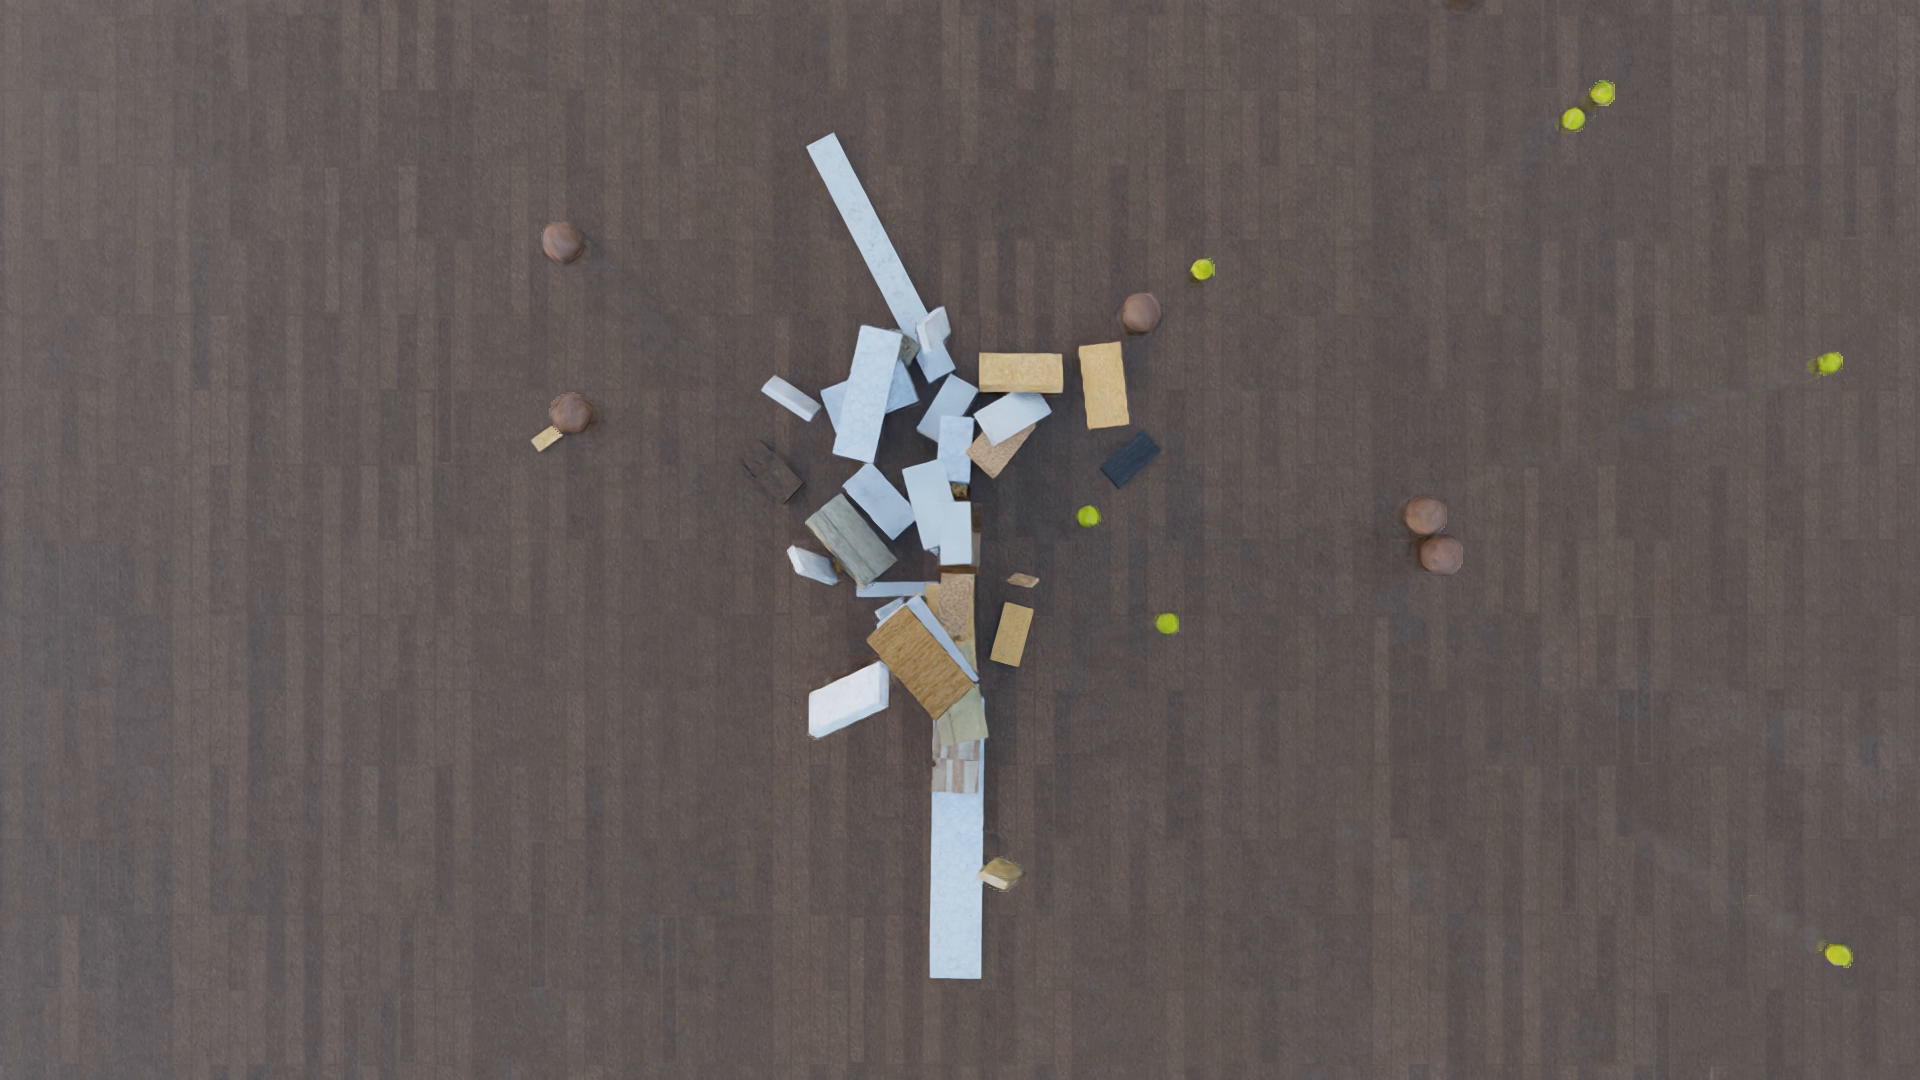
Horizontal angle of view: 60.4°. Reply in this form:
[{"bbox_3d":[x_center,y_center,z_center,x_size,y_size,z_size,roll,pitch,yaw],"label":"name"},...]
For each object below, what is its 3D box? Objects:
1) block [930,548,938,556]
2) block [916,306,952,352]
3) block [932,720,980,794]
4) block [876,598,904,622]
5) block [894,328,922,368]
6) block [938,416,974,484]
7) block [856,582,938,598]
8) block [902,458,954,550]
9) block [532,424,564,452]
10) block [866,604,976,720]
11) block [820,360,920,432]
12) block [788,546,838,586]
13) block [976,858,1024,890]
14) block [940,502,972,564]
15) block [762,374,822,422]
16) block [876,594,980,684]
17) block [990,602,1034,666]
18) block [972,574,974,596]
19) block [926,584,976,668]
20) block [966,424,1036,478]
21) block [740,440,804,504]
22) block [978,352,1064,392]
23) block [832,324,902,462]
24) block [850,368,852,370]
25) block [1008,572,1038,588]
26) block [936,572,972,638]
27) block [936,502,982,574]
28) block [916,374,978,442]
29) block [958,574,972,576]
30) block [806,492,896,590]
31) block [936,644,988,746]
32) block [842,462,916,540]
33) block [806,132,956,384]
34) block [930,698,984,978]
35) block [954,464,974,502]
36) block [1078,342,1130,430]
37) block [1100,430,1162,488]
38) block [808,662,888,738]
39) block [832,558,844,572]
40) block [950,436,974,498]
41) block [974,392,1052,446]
[{"bbox_3d":[-0.068,0.001,5.493,0.048,0.014,0.095,35,90,0],"label":"block"},{"bbox_3d":[-0.085,-0.689,5.400,0.026,0.186,0.093,-6,113,25],"label":"block"},{"bbox_3d":[-0.011,0.675,5.430,0.153,0.043,0.307,2,90,0],"label":"block"},{"bbox_3d":[-0.196,0.295,5.477,0.093,0.026,0.186,-29,90,-13],"label":"block"},{"bbox_3d":[-0.224,-0.587,5.468,0.102,0.029,0.204,34,99,2],"label":"block"},{"bbox_3d":[-0.016,-0.295,5.396,0.109,0.031,0.219,4,77,2],"label":"block"},{"bbox_3d":[-0.208,0.164,5.493,0.272,0.014,0.048,-1,90,0],"label":"block"},{"bbox_3d":[-0.087,-0.114,5.328,0.136,0.039,0.272,-15,82,-1],"label":"block"},{"bbox_3d":[-1.375,-0.341,5.493,0.095,0.014,0.048,-35,90,0],"label":"block"},{"bbox_3d":[-0.126,0.390,5.265,0.169,0.048,0.338,-42,81,0],"label":"block"},{"bbox_3d":[-0.299,-0.476,5.453,0.293,0.042,0.147,-20,94,8],"label":"block"},{"bbox_3d":[-0.482,0.084,5.397,0.027,0.187,0.094,-38,58,20],"label":"block"},{"bbox_3d":[0.126,1.029,5.091,0.093,0.186,0.026,22,99,17],"label":"block"},{"bbox_3d":[-0.014,-0.021,5.279,0.099,0.028,0.198,-1,82,1],"label":"block"},{"bbox_3d":[-0.556,-0.469,5.453,0.187,0.094,0.027,33,120,0],"label":"block"},{"bbox_3d":[-0.103,0.362,5.314,0.169,0.048,0.338,-36,82,1],"label":"block"},{"bbox_3d":[0.172,0.314,5.486,0.099,0.028,0.198,15,90,0],"label":"block"},{"bbox_3d":[-0.005,0.166,5.469,0.104,0.029,0.207,0,81,0],"label":"block"},{"bbox_3d":[-0.027,0.350,5.404,0.153,0.043,0.410,-3,83,2],"label":"block"},{"bbox_3d":[0.135,-0.331,5.416,0.124,0.035,0.248,43,61,-9],"label":"block"},{"bbox_3d":[-0.627,-0.225,5.486,0.204,0.029,0.102,44,90,0],"label":"block"},{"bbox_3d":[0.200,-0.552,5.444,0.275,0.039,0.137,1,54,0],"label":"block"},{"bbox_3d":[-0.303,-0.479,5.401,0.137,0.039,0.435,13,103,-2],"label":"block"},{"bbox_3d":[-0.319,-0.587,5.452,0.095,0.047,0.013,-48,121,-27],"label":"block"},{"bbox_3d":[0.208,0.133,5.452,0.047,0.095,0.013,-37,126,-38],"label":"block"},{"bbox_3d":[-0.024,0.212,5.384,0.099,0.028,0.198,8,84,3],"label":"block"},{"bbox_3d":[0.000,-0.008,5.398,0.136,0.039,0.272,3,50,1],"label":"block"},{"bbox_3d":[-0.040,-0.430,5.459,0.109,0.031,0.219,30,80,7],"label":"block"},{"bbox_3d":[0.012,0.103,5.408,0.058,0.117,0.017,1,51,-1],"label":"block"},{"bbox_3d":[-0.359,0.004,5.455,0.147,0.042,0.293,-40,90,-21],"label":"block"},{"bbox_3d":[-0.012,0.503,5.340,0.153,0.043,0.307,-11,83,1],"label":"block"},{"bbox_3d":[-0.262,-0.130,5.482,0.124,0.035,0.248,-43,90,0],"label":"block"},{"bbox_3d":[-0.261,-0.937,5.486,0.102,0.029,0.882,-27,90,0],"label":"block"},{"bbox_3d":[-0.009,0.987,5.476,0.169,0.048,0.925,1,90,0],"label":"block"},{"bbox_3d":[-0.036,-0.131,5.415,0.136,0.039,0.272,5,61,2],"label":"block"},{"bbox_3d":[0.477,-0.512,5.481,0.137,0.039,0.275,-7,90,0],"label":"block"},{"bbox_3d":[0.567,-0.268,5.487,0.187,0.027,0.094,-42,90,0],"label":"block"},{"bbox_3d":[-0.349,0.500,5.154,0.293,0.042,0.147,-26,47,29],"label":"block"},{"bbox_3d":[-0.377,0.064,5.477,0.095,0.013,0.047,-29,90,-21],"label":"block"},{"bbox_3d":[-0.021,-0.248,5.435,0.109,0.031,0.219,6,64,3],"label":"block"},{"bbox_3d":[0.175,-0.416,5.422,0.247,0.035,0.124,-31,89,-30],"label":"block"}]
